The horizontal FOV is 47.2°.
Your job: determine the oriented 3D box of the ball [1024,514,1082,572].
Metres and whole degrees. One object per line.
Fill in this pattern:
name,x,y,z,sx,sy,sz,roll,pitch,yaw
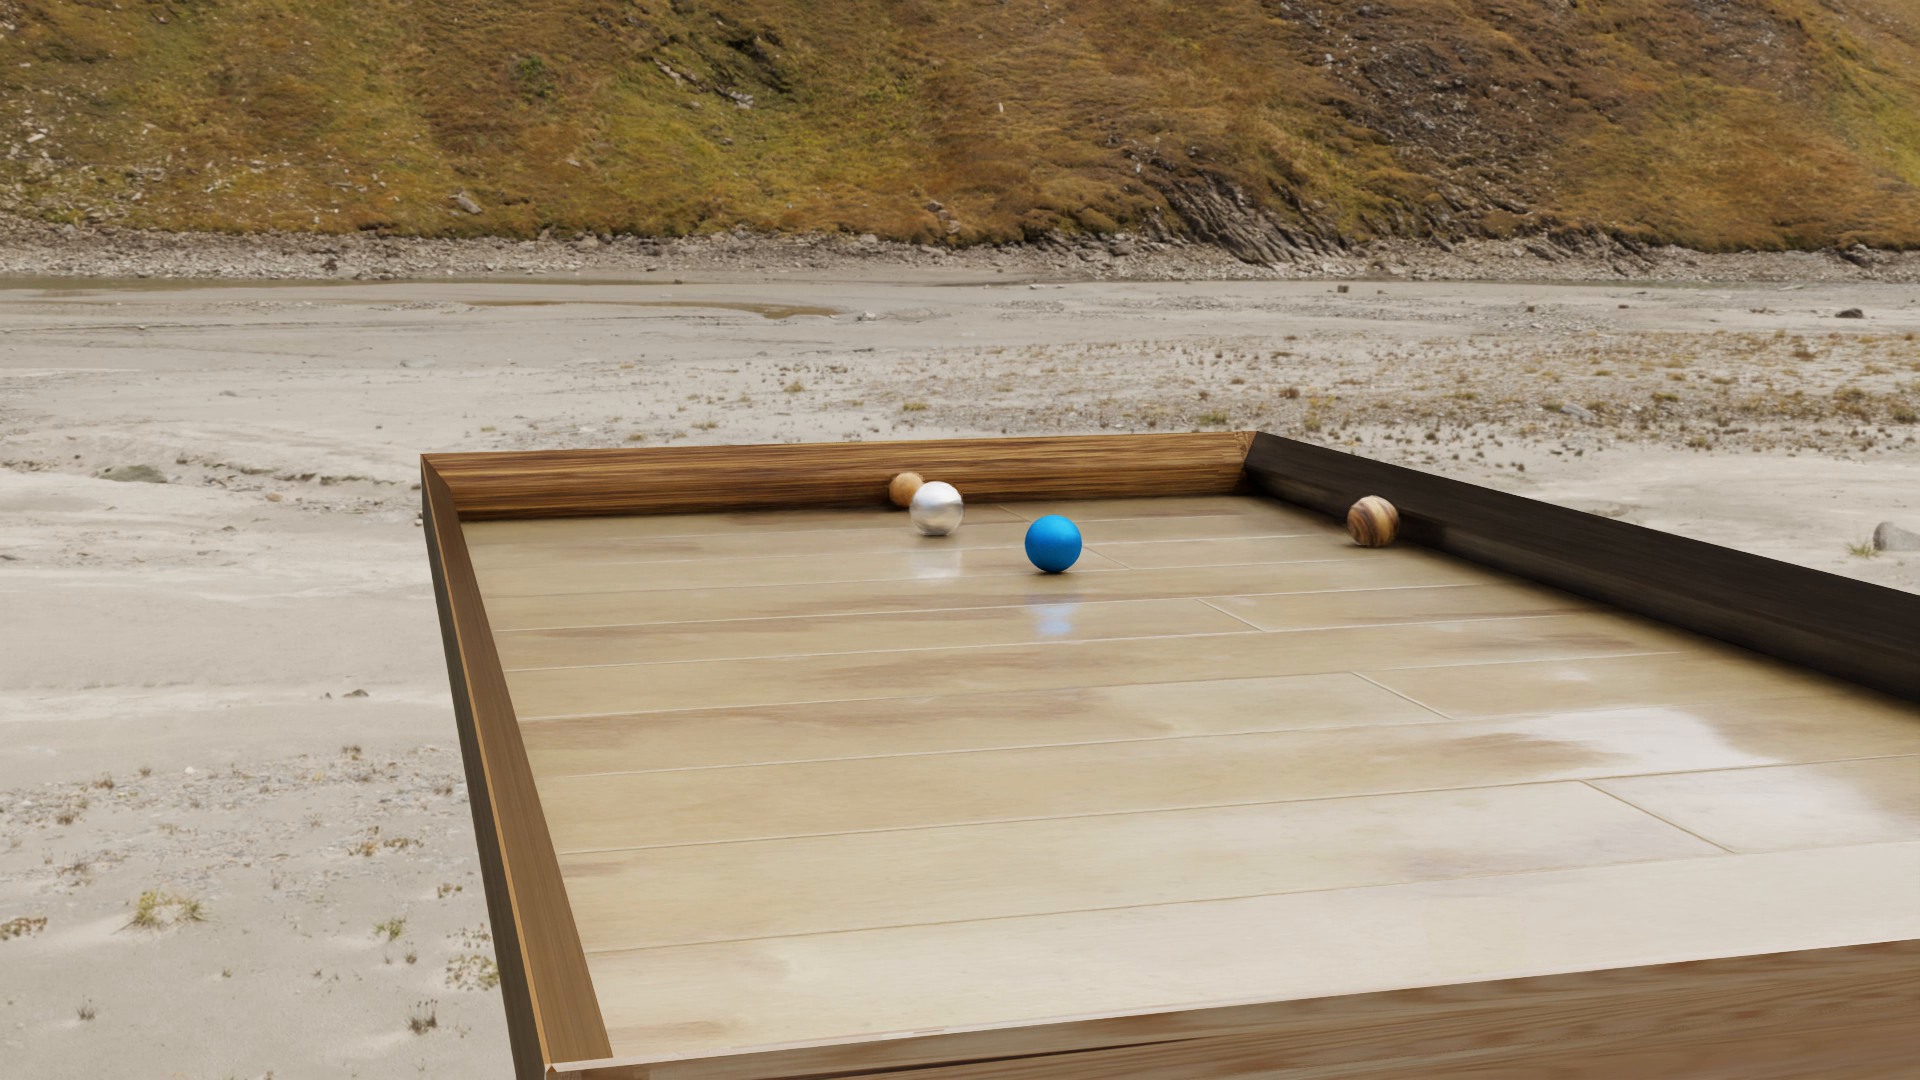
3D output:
ball,0.136,0.005,3.212,0.084,0.084,0.084,0,9,0

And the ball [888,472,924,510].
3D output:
ball,-0.093,-0.086,3.879,0.066,0.066,0.066,0,9,0

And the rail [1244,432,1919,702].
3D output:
rail,0.892,0.054,2.780,0.045,0.114,2.791,-2,9,-15

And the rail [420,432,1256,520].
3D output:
rail,-0.173,-0.115,3.904,1.523,0.114,0.045,-2,9,-15

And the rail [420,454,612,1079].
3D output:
rail,-0.534,0.110,2.406,0.045,0.114,2.791,-2,9,-15

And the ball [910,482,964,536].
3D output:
ball,-0.038,-0.052,3.579,0.088,0.088,0.088,0,9,0

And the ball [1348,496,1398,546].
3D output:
ball,0.649,-0.029,3.457,0.080,0.080,0.080,0,9,0

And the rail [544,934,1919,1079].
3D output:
rail,0.531,0.278,1.281,1.523,0.114,0.045,-2,9,-15
